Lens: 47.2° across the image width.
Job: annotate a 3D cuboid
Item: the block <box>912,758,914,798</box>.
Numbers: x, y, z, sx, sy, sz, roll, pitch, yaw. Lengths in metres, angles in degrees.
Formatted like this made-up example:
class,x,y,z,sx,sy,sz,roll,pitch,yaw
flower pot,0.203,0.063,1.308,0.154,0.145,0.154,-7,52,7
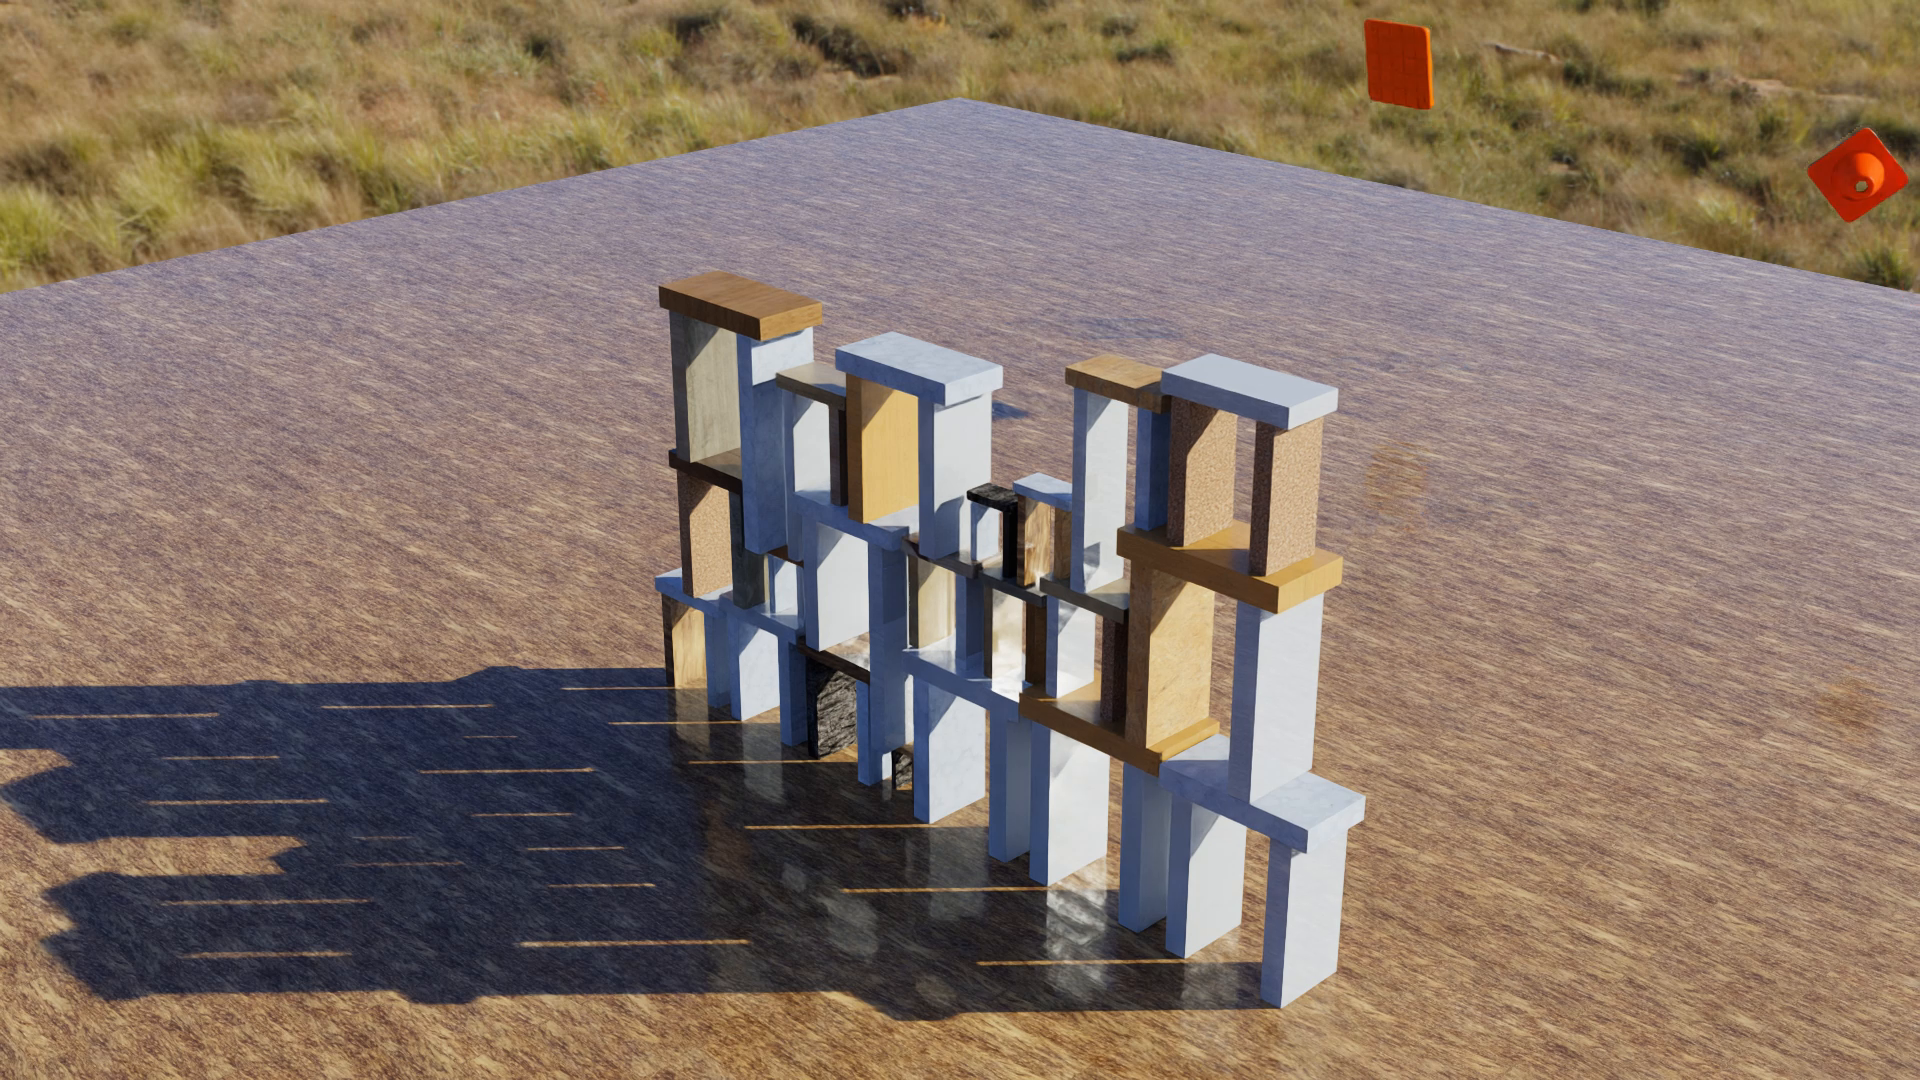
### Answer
class,x,y,z,sx,sy,sz,roll,pitch,yaw
block,-0.077,0.482,4.507,0.046,0.092,0.013,-21,31,-41

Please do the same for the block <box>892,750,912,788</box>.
class,x,y,z,sx,sy,sz,roll,pitch,yaw
block,-0.121,0.465,4.547,0.013,0.092,0.046,21,31,41

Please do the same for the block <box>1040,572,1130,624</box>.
class,x,y,z,sx,sy,sz,roll,pitch,yaw
block,0.253,0.094,3.987,0.203,0.029,0.102,21,31,41

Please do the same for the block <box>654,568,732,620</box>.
class,x,y,z,sx,sy,sz,roll,pitch,yaw
block,-0.563,0.112,4.881,0.224,0.032,0.112,21,31,41

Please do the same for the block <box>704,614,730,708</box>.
class,x,y,z,sx,sy,sz,roll,pitch,yaw
block,-0.511,0.251,4.883,0.112,0.224,0.032,-21,31,-41

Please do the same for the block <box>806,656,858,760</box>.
class,x,y,z,sx,sy,sz,roll,pitch,yaw
block,-0.270,0.337,4.664,0.033,0.236,0.118,21,31,41

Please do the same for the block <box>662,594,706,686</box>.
class,x,y,z,sx,sy,sz,roll,pitch,yaw
block,-0.616,0.210,4.980,0.032,0.224,0.112,21,31,41

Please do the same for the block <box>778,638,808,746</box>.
class,x,y,z,sx,sy,sz,roll,pitch,yaw
block,-0.329,0.306,4.718,0.035,0.250,0.125,21,31,41

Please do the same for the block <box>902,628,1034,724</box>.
class,x,y,z,sx,sy,sz,roll,pitch,yaw
block,0.054,0.260,4.280,0.317,0.045,0.158,21,31,41

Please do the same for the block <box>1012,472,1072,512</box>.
class,x,y,z,sx,sy,sz,roll,pitch,yaw
block,0.170,-0.088,4.001,0.138,0.020,0.069,21,31,41

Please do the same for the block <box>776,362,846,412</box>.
class,x,y,z,sx,sy,sz,roll,pitch,yaw
block,-0.260,-0.307,4.375,0.104,0.029,0.207,-21,31,-40

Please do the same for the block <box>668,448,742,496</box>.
class,x,y,z,sx,sy,sz,roll,pitch,yaw
block,-0.487,-0.157,4.682,0.262,0.037,0.131,21,31,41

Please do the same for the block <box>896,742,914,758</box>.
class,x,y,z,sx,sy,sz,roll,pitch,yaw
block,-0.099,0.426,4.506,0.046,0.013,0.092,-21,31,-41

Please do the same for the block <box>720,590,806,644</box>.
class,x,y,z,sx,sy,sz,roll,pitch,yaw
block,-0.388,0.152,4.717,0.250,0.035,0.125,21,31,41

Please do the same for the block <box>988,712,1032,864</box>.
class,x,y,z,sx,sy,sz,roll,pitch,yaw
block,0.128,0.455,4.282,0.045,0.317,0.158,21,31,41

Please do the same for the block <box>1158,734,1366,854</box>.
class,x,y,z,sx,sy,sz,roll,pitch,yaw
block,0.524,0.438,3.837,0.162,0.046,0.325,-21,31,-41

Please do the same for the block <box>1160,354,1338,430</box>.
class,x,y,z,sx,sy,sz,roll,pitch,yaw
block,0.473,-0.246,3.606,0.262,0.037,0.131,21,31,40

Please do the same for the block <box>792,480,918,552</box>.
class,x,y,z,sx,sy,sz,roll,pitch,yaw
block,-0.184,-0.056,4.405,0.146,0.041,0.292,-21,31,-41

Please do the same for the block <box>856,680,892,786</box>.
class,x,y,z,sx,sy,sz,roll,pitch,yaw
block,-0.158,0.381,4.561,0.033,0.236,0.118,21,31,41

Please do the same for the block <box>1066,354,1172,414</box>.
class,x,y,z,sx,sy,sz,roll,pitch,yaw
block,0.298,-0.270,3.784,0.109,0.031,0.219,-21,31,-40

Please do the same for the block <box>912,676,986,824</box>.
class,x,y,z,sx,sy,sz,roll,pitch,yaw
block,-0.021,0.397,4.420,0.045,0.317,0.158,21,31,41

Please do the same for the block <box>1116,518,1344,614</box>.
class,x,y,z,sx,sy,sz,roll,pitch,yaw
block,0.456,0.027,3.746,0.175,0.049,0.349,-21,31,-41

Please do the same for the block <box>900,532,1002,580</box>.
class,x,y,z,sx,sy,sz,roll,pitch,yaw
block,-0.010,0.021,4.244,0.099,0.028,0.197,-21,31,-40

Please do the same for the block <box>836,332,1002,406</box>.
class,x,y,z,sx,sy,sz,roll,pitch,yaw
block,-0.080,-0.327,4.165,0.150,0.043,0.301,-21,31,-41

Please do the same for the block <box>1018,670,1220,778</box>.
class,x,y,z,sx,sy,sz,roll,pitch,yaw
block,0.291,0.328,4.055,0.340,0.048,0.170,21,31,41

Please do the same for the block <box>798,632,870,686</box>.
class,x,y,z,sx,sy,sz,roll,pitch,yaw
block,-0.214,0.235,4.560,0.236,0.033,0.118,21,31,41

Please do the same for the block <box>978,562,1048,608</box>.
class,x,y,z,sx,sy,sz,roll,pitch,yaw
block,0.121,0.081,4.127,0.164,0.023,0.082,21,31,41

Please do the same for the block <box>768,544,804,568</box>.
class,x,y,z,sx,sy,sz,roll,pitch,yaw
block,-0.342,0.024,4.603,0.135,0.019,0.067,21,31,41

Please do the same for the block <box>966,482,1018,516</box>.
class,x,y,z,sx,sy,sz,roll,pitch,yaw
block,0.077,-0.077,4.112,0.120,0.017,0.060,20,30,39

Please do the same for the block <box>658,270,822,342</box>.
class,x,y,z,sx,sy,sz,roll,pitch,yaw
block,-0.452,-0.483,4.509,0.163,0.046,0.326,-21,31,-40

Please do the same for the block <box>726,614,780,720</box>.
class,x,y,z,sx,sy,sz,roll,pitch,yaw
block,-0.447,0.260,4.827,0.035,0.250,0.125,21,31,41
